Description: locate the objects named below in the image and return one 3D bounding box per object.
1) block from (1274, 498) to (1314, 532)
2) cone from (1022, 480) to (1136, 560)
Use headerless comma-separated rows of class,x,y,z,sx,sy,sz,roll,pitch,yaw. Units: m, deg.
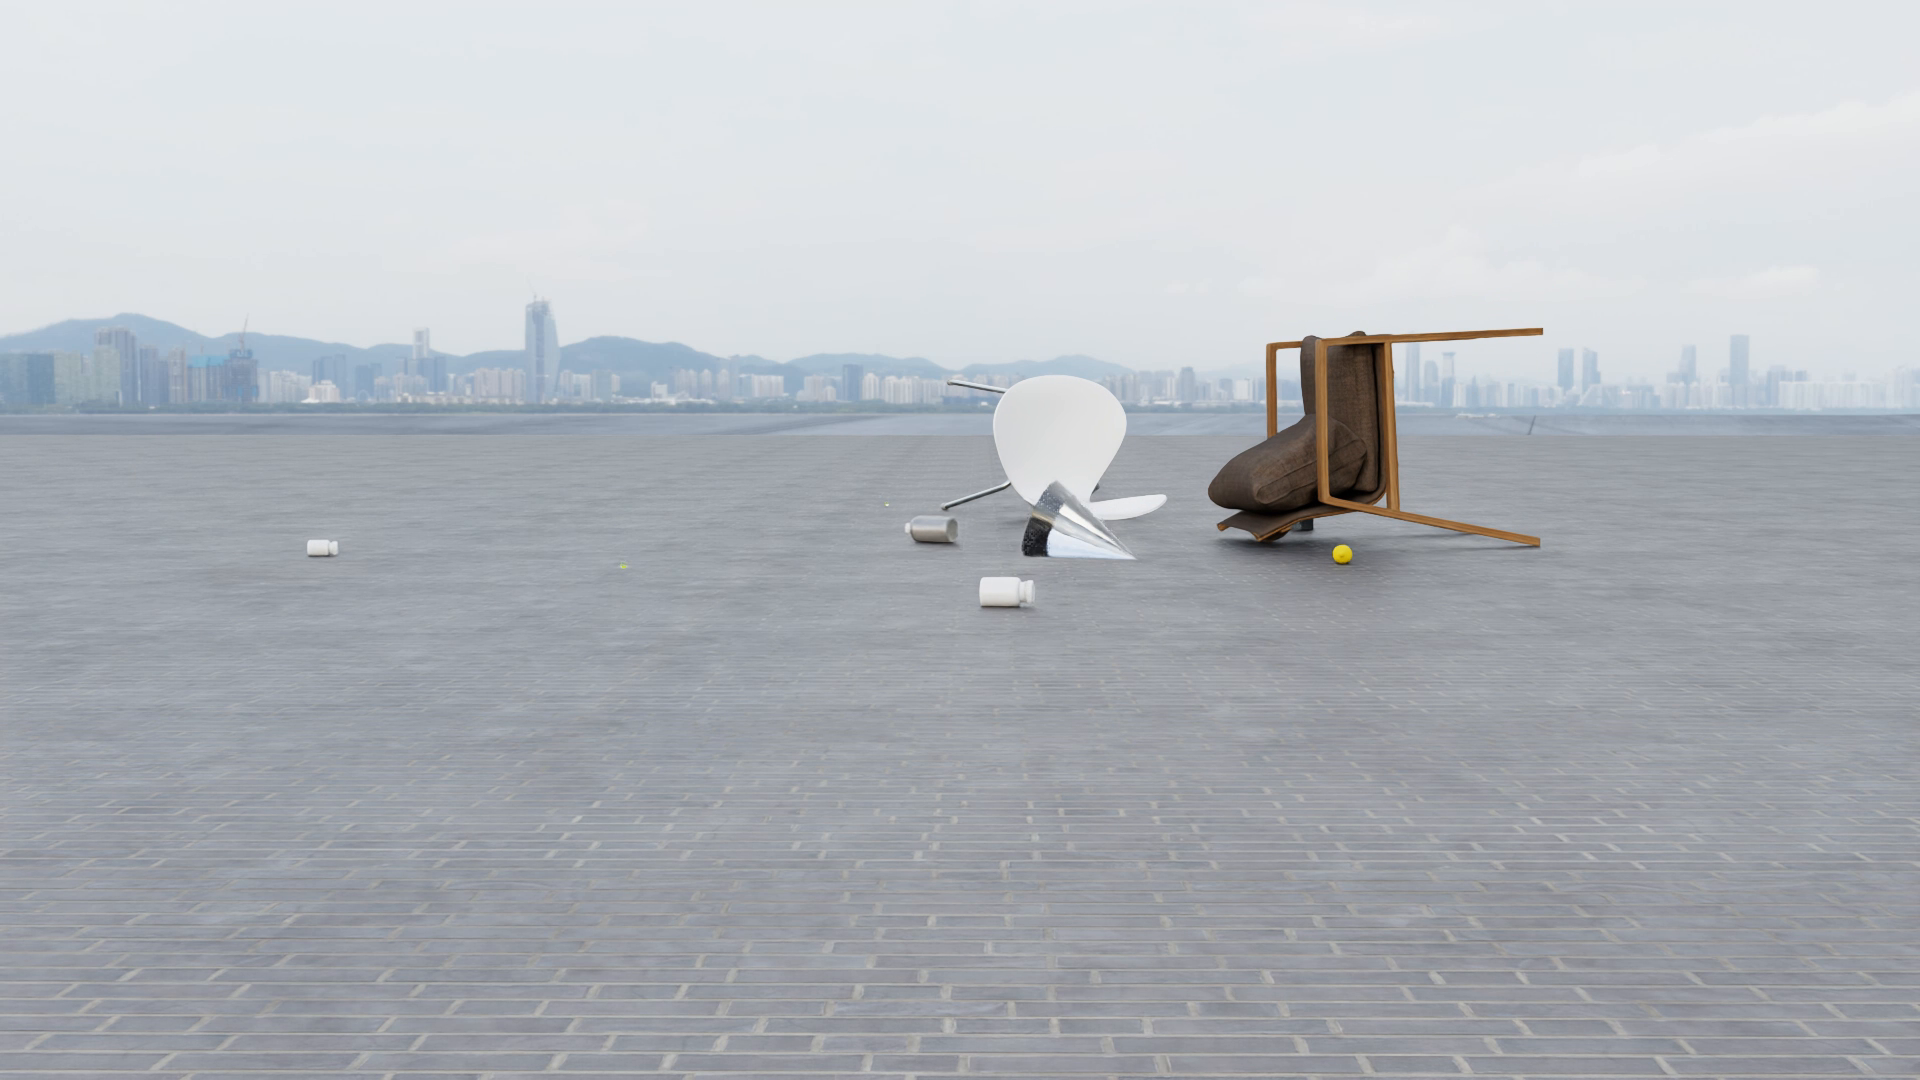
block,1.063,-0.081,7.001,0.099,0.098,0.075,4,5,42
cone,0.344,-0.004,5.848,0.286,0.225,0.203,24,-12,19
